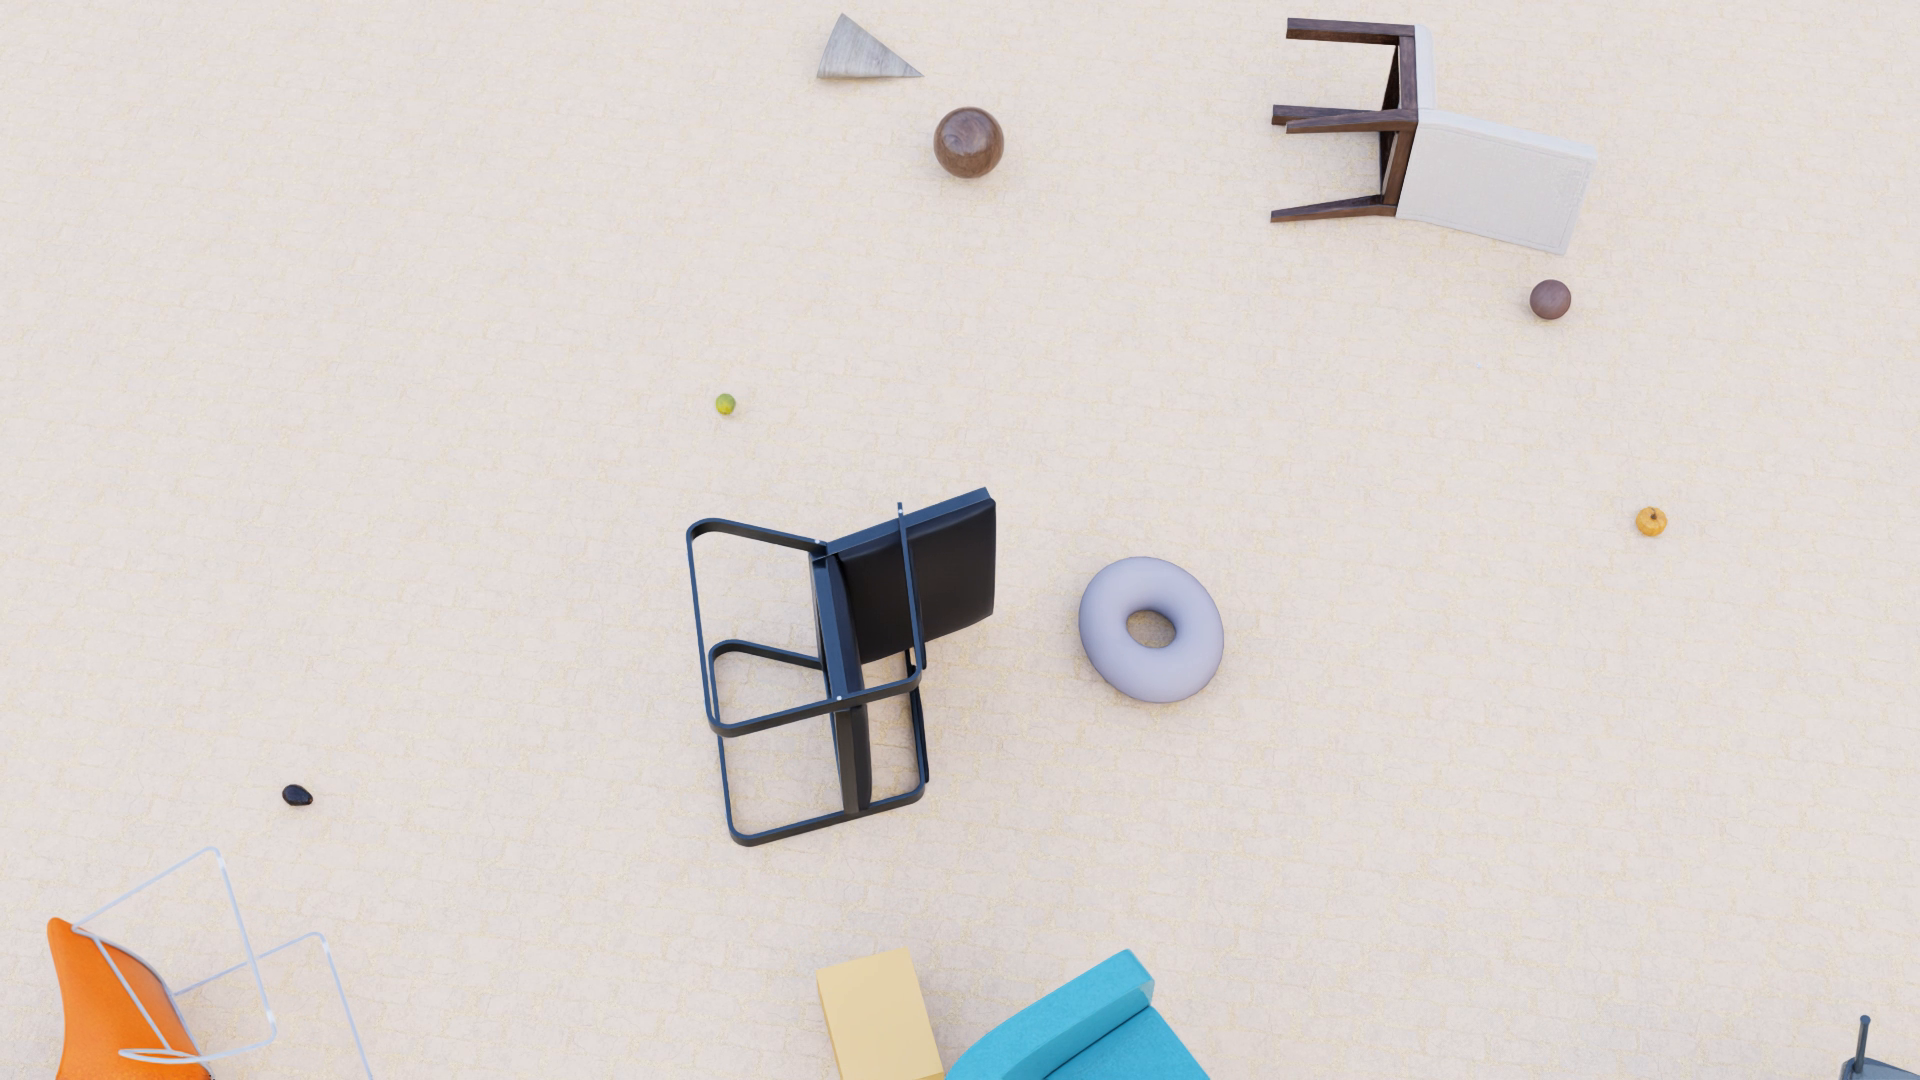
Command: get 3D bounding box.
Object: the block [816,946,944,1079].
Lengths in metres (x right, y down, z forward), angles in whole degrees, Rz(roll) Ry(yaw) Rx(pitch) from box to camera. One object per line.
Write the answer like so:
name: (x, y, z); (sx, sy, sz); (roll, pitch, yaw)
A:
block: (-0.206, 1.260, 5.630); (0.245, 0.164, 0.350); (-13, 57, -9)

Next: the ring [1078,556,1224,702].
ring: (0.548, 0.255, 6.307); (0.404, 0.163, 0.478); (-19, 58, -11)

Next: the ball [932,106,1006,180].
ball: (0.030, -1.322, 7.316); (0.240, 0.240, 0.240); (0, 56, 0)

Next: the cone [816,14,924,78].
cone: (-0.287, -1.667, 7.654); (0.351, 0.131, 0.315); (18, 56, -1)
